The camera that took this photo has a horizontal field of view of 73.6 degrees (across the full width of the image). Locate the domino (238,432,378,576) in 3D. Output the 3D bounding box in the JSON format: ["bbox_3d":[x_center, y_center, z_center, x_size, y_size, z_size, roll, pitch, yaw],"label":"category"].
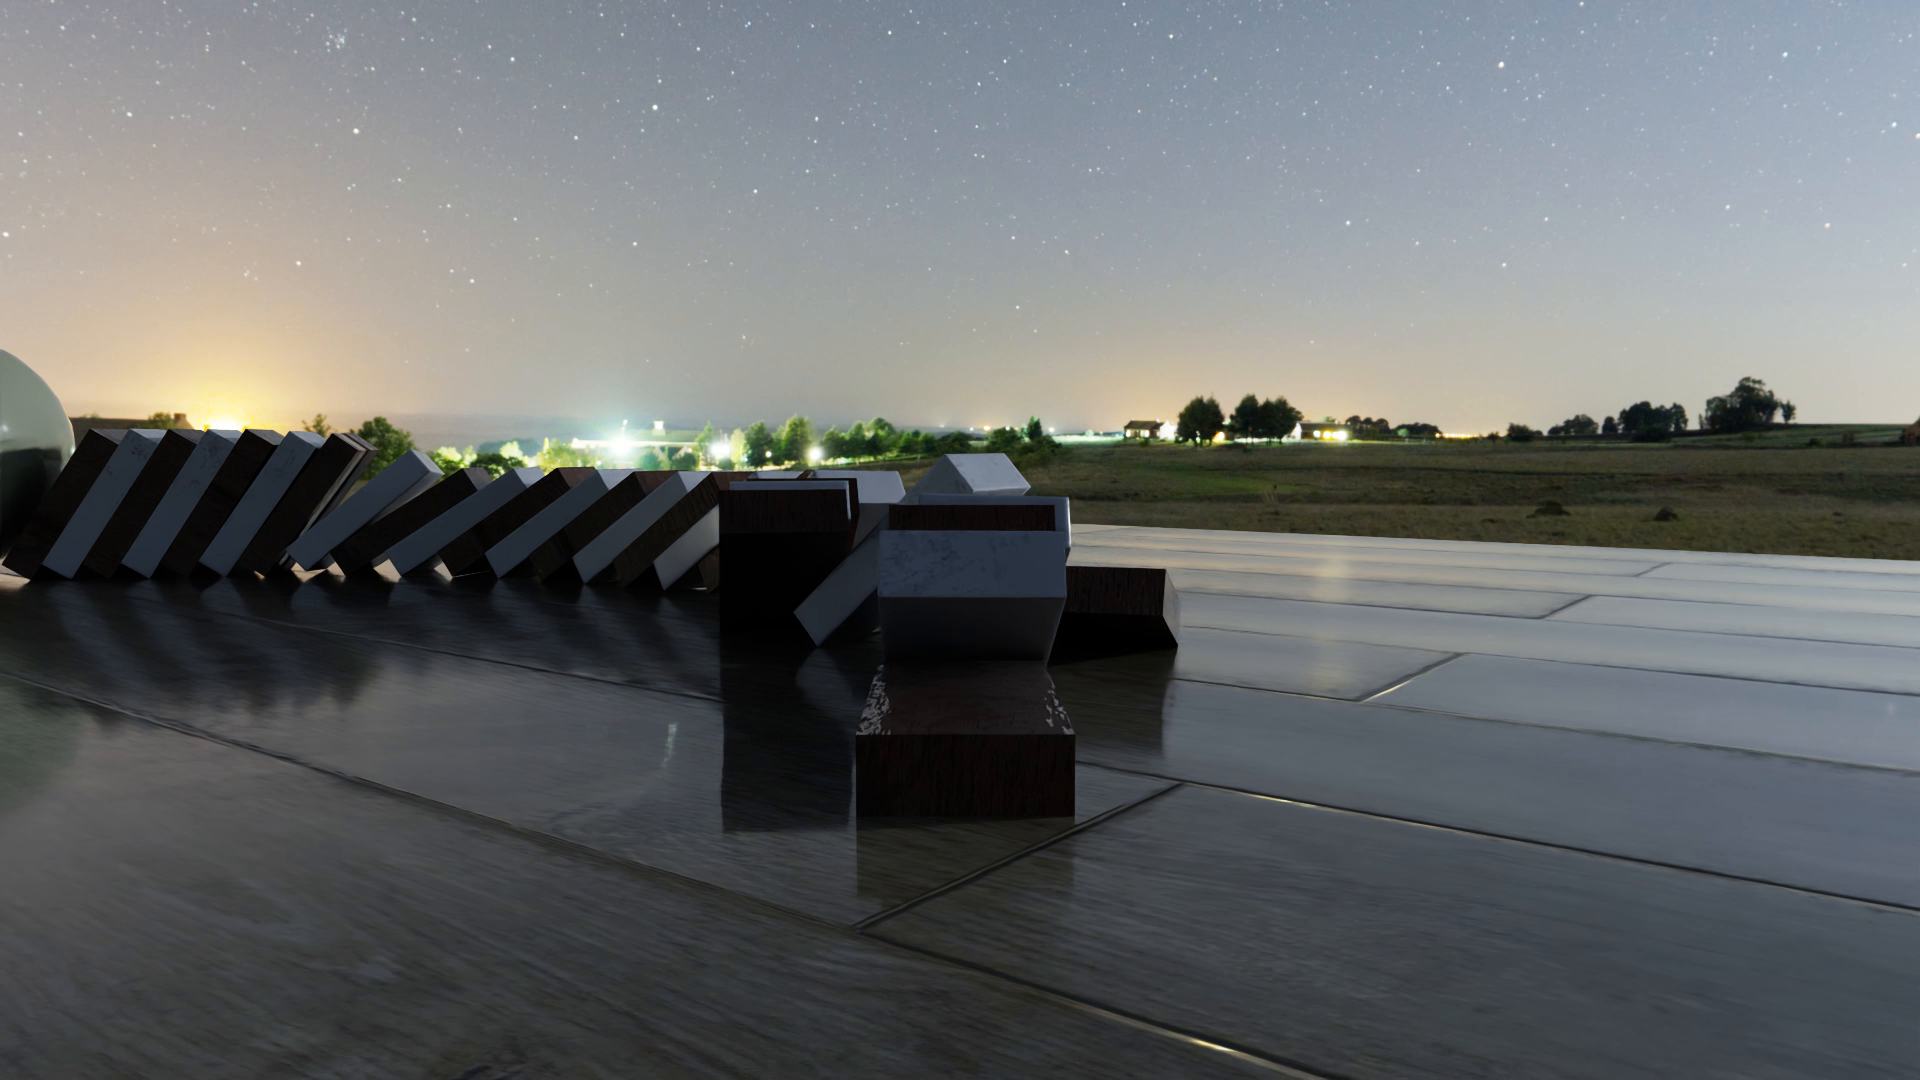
[{"bbox_3d":[-0.214,-0.012,0.423,0.010,0.050,0.025,36,-2,-10],"label":"domino"}]

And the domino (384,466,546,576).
[{"bbox_3d":[-0.161,-0.007,0.423,0.050,0.009,0.025,-32,3,3],"label":"domino"}]

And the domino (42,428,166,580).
[{"bbox_3d":[-0.271,-0.012,0.414,0.010,0.050,0.025,32,-2,-11],"label":"domino"}]

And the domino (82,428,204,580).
[{"bbox_3d":[-0.260,-0.012,0.416,0.009,0.050,0.025,32,-2,-11],"label":"domino"}]

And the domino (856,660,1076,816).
[{"bbox_3d":[0.000,0.025,0.171,0.025,0.009,0.050,0,4,0],"label":"domino"}]

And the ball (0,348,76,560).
[{"bbox_3d":[-0.334,-0.029,0.414,0.080,0.080,0.080,0,4,0],"label":"ball"}]

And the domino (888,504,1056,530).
[{"bbox_3d":[0.002,0.010,0.214,0.025,0.010,0.050,0,-26,-1],"label":"domino"}]

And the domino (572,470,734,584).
[{"bbox_3d":[-0.091,-0.004,0.389,0.050,0.010,0.025,-34,-12,27],"label":"domino"}]

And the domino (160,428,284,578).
[{"bbox_3d":[-0.238,-0.013,0.419,0.010,0.050,0.025,32,-2,-11],"label":"domino"}]

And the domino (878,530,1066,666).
[{"bbox_3d":[0.001,0.013,0.194,0.025,0.010,0.050,0,-22,-1],"label":"domino"}]

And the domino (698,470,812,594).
[{"bbox_3d":[-0.047,-0.002,0.352,0.050,0.009,0.025,-36,-21,33],"label":"domino"}]

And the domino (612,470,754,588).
[{"bbox_3d":[-0.077,-0.003,0.376,0.050,0.009,0.025,-36,-17,32],"label":"domino"}]

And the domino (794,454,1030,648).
[{"bbox_3d":[-0.010,0.002,0.270,0.050,0.009,0.025,-45,-18,25],"label":"domino"}]

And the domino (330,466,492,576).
[{"bbox_3d":[-0.180,-0.007,0.425,0.050,0.010,0.025,-33,7,-3],"label":"domino"}]

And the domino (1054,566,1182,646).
[{"bbox_3d":[0.019,0.013,0.268,0.050,0.009,0.025,1,-18,17],"label":"domino"}]

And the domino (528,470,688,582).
[{"bbox_3d":[-0.107,-0.005,0.398,0.050,0.009,0.025,-33,-11,25],"label":"domino"}]

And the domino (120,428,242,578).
[{"bbox_3d":[-0.249,-0.012,0.418,0.010,0.050,0.025,32,-2,-11],"label":"domino"}]

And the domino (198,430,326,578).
[{"bbox_3d":[-0.226,-0.012,0.421,0.009,0.050,0.025,34,-2,-11],"label":"domino"}]

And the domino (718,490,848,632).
[{"bbox_3d":[-0.039,0.005,0.274,0.025,0.009,0.050,-1,-26,-11],"label":"domino"}]

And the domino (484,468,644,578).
[{"bbox_3d":[-0.124,-0.005,0.409,0.050,0.009,0.025,-33,-7,18],"label":"domino"}]

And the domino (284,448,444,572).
[{"bbox_3d":[-0.197,-0.010,0.427,0.050,0.010,0.025,-41,8,-9],"label":"domino"}]

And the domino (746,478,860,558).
[{"bbox_3d":[-0.040,0.002,0.311,0.025,0.009,0.050,-1,-28,-12],"label":"domino"}]

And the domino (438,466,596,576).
[{"bbox_3d":[-0.142,-0.006,0.417,0.050,0.009,0.025,-33,-2,11],"label":"domino"}]

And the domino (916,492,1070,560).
[{"bbox_3d":[0.004,0.008,0.232,0.025,0.010,0.050,1,-27,-3],"label":"domino"}]

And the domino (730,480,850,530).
[{"bbox_3d":[-0.040,0.003,0.293,0.025,0.010,0.050,-1,-28,-11],"label":"domino"}]

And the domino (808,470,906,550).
[{"bbox_3d":[-0.037,-0.001,0.335,0.025,0.009,0.050,-1,-29,-38],"label":"domino"}]

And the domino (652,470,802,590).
[{"bbox_3d":[-0.062,-0.002,0.364,0.050,0.009,0.025,-36,-19,33],"label":"domino"}]

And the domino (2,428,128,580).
[{"bbox_3d":[-0.283,-0.012,0.412,0.010,0.050,0.025,32,-2,-11],"label":"domino"}]
